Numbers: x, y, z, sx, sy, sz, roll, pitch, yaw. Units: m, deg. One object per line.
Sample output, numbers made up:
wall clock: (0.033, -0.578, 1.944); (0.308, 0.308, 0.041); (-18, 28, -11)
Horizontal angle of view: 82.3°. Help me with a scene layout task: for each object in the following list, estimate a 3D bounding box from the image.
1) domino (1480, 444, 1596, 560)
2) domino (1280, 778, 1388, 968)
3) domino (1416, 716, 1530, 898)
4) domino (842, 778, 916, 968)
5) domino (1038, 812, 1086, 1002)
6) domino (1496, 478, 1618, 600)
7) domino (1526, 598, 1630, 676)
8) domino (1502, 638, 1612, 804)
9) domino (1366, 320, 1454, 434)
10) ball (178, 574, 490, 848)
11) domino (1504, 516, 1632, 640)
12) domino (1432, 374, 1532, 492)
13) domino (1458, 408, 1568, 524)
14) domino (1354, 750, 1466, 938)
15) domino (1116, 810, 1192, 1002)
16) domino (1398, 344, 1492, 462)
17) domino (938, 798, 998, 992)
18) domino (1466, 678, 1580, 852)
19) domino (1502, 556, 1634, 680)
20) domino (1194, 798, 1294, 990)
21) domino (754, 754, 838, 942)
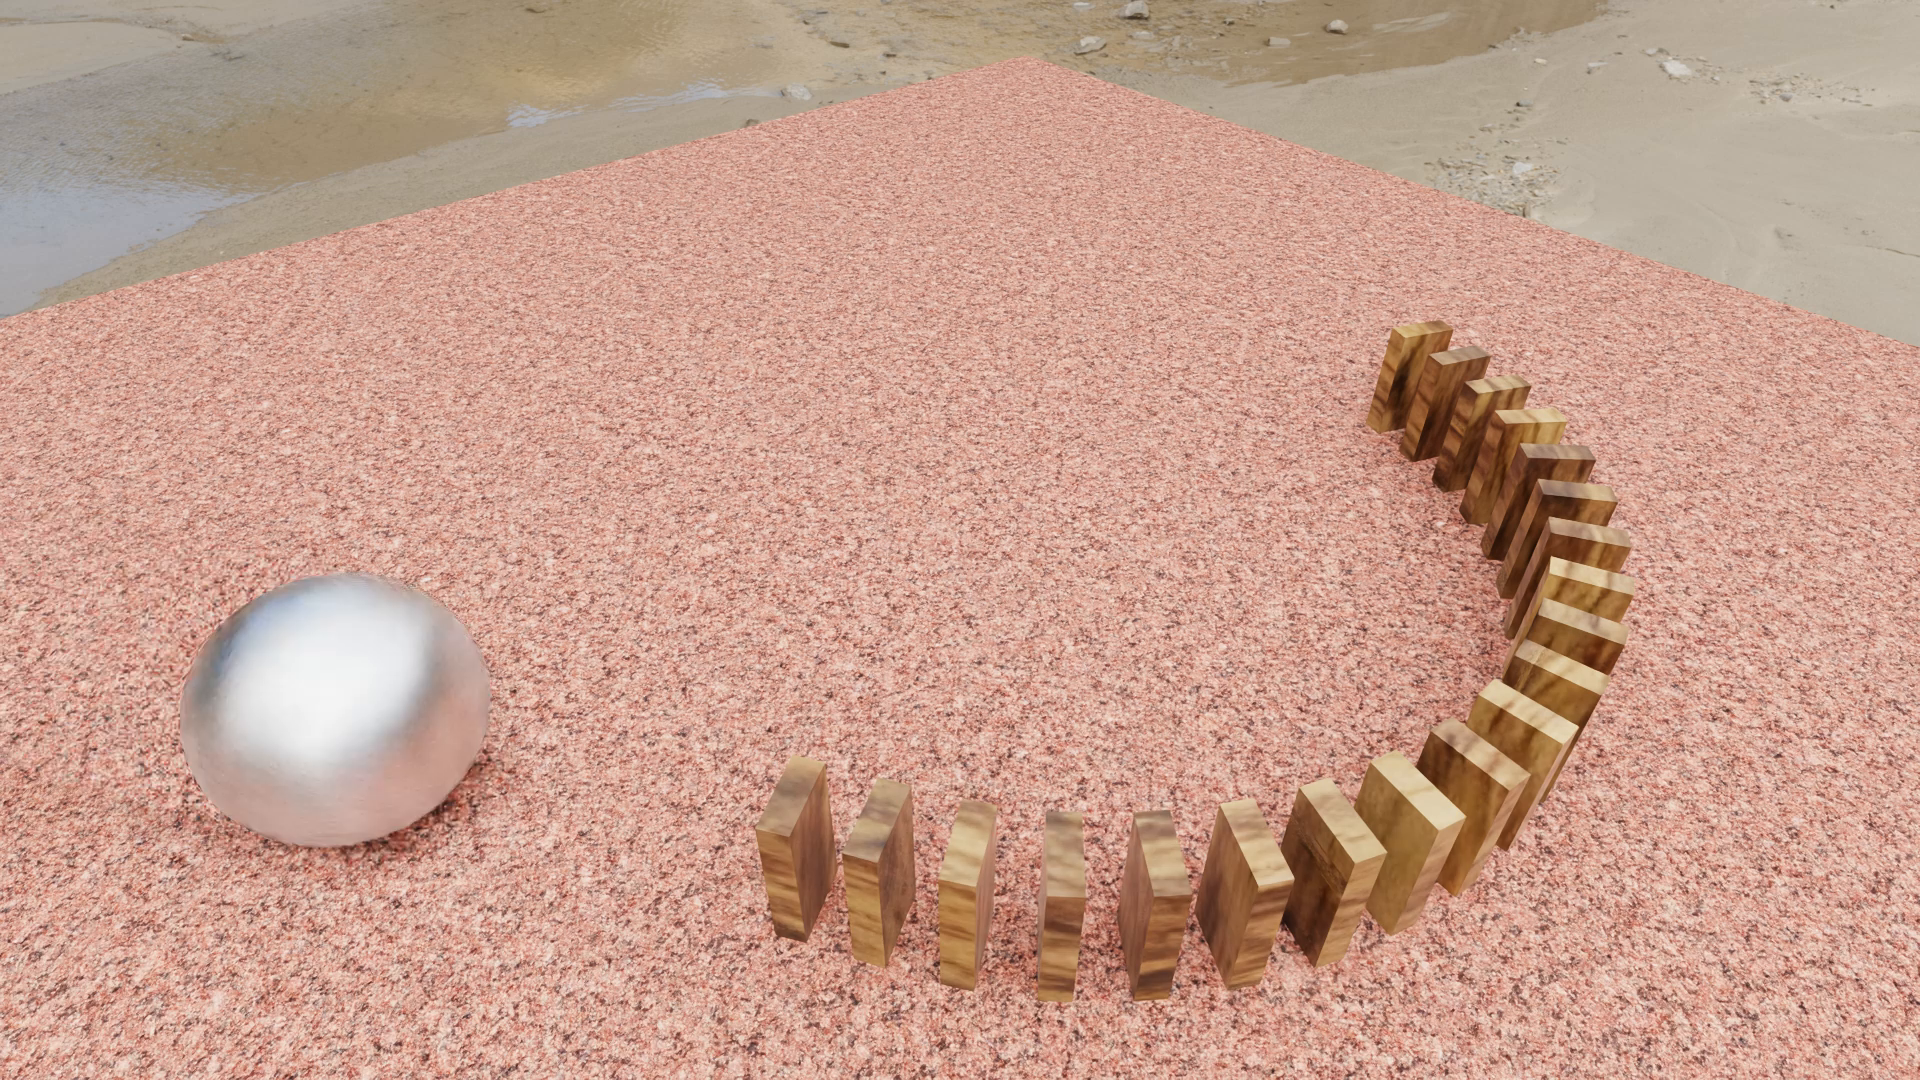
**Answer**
domino: (0.224, -0.014, 0.428); (0.025, 0.050, 0.009); (2, 39, 3)
domino: (0.099, 0.091, 0.300); (0.010, 0.050, 0.025); (-13, 41, -15)
domino: (0.142, 0.077, 0.317); (0.009, 0.050, 0.025); (-23, 45, -26)
domino: (-0.021, 0.091, 0.300); (0.010, 0.050, 0.025); (12, 41, 14)
domino: (0.026, 0.098, 0.292); (0.010, 0.050, 0.025); (2, 39, 2)
domino: (0.221, 0.002, 0.410); (0.025, 0.050, 0.009); (7, 40, 8)
domino: (0.194, 0.044, 0.357); (0.025, 0.050, 0.010); (23, 44, 25)
domino: (0.179, 0.057, 0.342); (0.025, 0.050, 0.010); (29, 47, 30)
domino: (0.205, -0.074, 0.502); (0.025, 0.050, 0.010); (-11, 41, -14)
ball: (-0.183, 0.050, 0.327); (0.080, 0.080, 0.080); (0, 39, 0)
domino: (0.215, 0.017, 0.391); (0.025, 0.050, 0.010); (12, 41, 14)
domino: (0.220, -0.045, 0.466); (0.025, 0.050, 0.009); (-9, 40, -11)
domino: (0.224, -0.029, 0.447); (0.025, 0.050, 0.010); (-2, 39, -3)
domino: (0.121, 0.085, 0.307); (0.010, 0.050, 0.025); (-18, 43, -20)
domino: (0.051, 0.098, 0.292); (0.009, 0.050, 0.025); (-3, 39, -3)
domino: (0.213, -0.060, 0.484); (0.025, 0.050, 0.010); (-12, 41, -15)
domino: (0.002, 0.096, 0.295); (0.010, 0.050, 0.025); (9, 40, 10)
domino: (0.162, 0.068, 0.329); (0.009, 0.050, 0.025); (-30, 48, -31)
domino: (0.206, 0.031, 0.374); (0.025, 0.050, 0.009); (17, 42, 20)
domino: (0.075, 0.096, 0.295); (0.010, 0.050, 0.025); (-7, 40, -9)
domino: (-0.045, 0.086, 0.306); (0.010, 0.050, 0.025); (10, 40, 12)
